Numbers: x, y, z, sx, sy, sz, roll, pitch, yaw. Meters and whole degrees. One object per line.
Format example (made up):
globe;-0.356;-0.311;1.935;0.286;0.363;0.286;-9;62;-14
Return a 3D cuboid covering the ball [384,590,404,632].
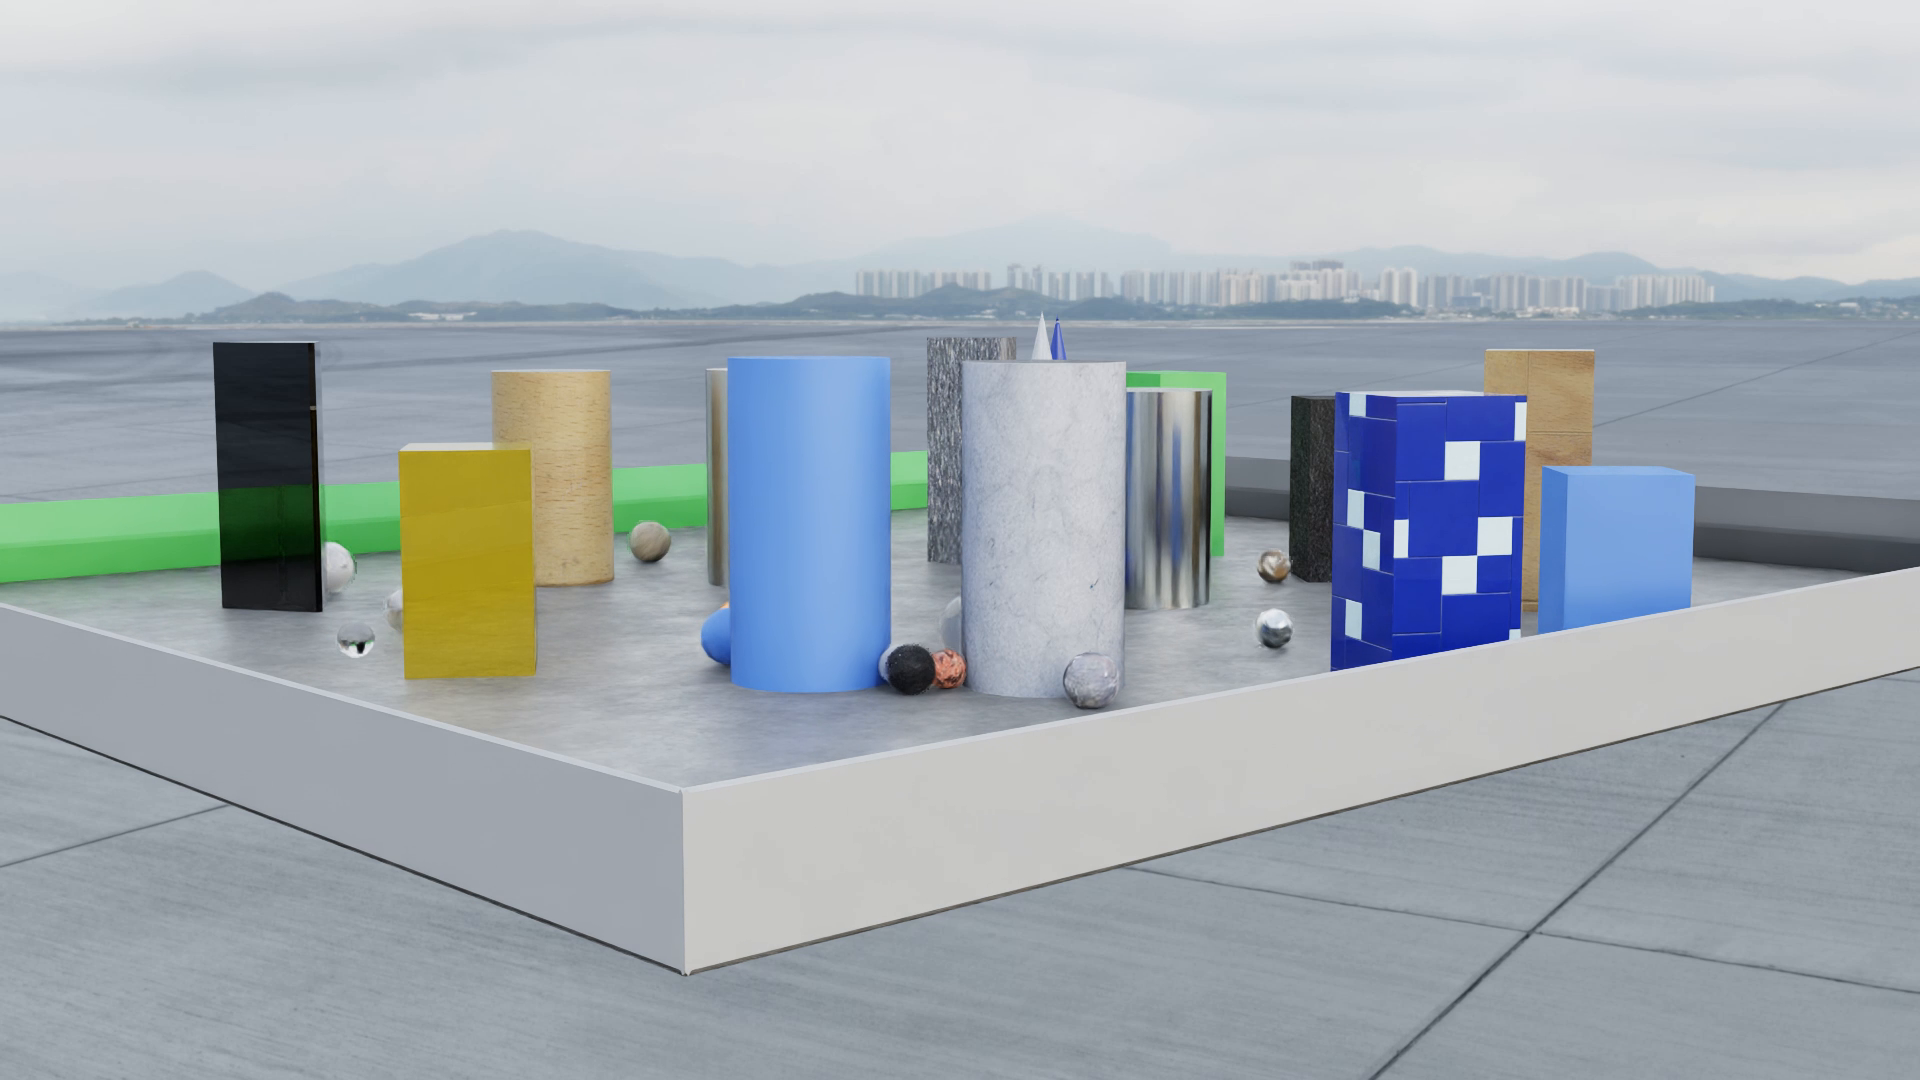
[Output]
ball;-0.763;0.098;3.032;0.062;0.062;0.062;0;6;0

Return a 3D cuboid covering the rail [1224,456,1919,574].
rail;1.018;-0.065;4.266;0.045;0.126;2.511;-6;8;-42

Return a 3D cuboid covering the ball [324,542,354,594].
ball;-0.993;0.043;3.450;0.082;0.082;0.082;0;6;0

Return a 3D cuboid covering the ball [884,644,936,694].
ball;-0.058;0.150;2.549;0.059;0.059;0.059;0;6;0

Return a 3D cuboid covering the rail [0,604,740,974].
rail;-1.018;0.131;2.398;0.045;0.126;2.511;-6;8;-42

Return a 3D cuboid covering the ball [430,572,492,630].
ball;-0.694;0.085;3.055;0.083;0.083;0.083;0;6;0

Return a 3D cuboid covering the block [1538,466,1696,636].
block;0.835;0.031;2.808;0.155;0.241;0.155;0;6;3

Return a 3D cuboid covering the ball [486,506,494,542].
ball;-0.828;-0.029;4.067;0.097;0.097;0.097;0;6;0

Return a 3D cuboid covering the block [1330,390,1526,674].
block;0.523;0.011;2.473;0.155;0.351;0.155;-2;6;-15

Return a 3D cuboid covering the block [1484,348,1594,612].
block;0.866;-0.093;3.303;0.155;0.384;0.155;2;6;15

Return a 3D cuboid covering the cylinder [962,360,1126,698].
cylinder;0.099;-0.019;2.606;0.194;0.383;0.194;0;6;0

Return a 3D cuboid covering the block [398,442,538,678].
block;-0.607;0.021;2.731;0.155;0.276;0.155;-1;6;-9

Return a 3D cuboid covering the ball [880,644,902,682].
ball;-0.070;0.148;2.603;0.050;0.050;0.050;0;6;0

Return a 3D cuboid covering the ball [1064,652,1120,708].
ball;0.147;0.156;2.462;0.064;0.064;0.064;0;6;0

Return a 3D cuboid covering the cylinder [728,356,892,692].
cylinder;-0.180;-0.025;2.638;0.194;0.387;0.194;0;6;0

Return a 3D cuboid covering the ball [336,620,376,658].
ball;-0.774;0.127;2.819;0.047;0.047;0.047;0;6;0

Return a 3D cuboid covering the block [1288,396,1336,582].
block;0.642;-0.088;3.660;0.155;0.299;0.155;0;6;-3

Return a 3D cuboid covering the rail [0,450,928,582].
rail;-0.835;-0.062;4.232;2.817;0.126;0.045;-6;8;-42

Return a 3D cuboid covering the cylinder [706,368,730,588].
cylinder;-0.316;-0.105;3.590;0.194;0.348;0.194;0;6;0

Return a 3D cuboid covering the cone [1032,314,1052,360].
cone;0.109;-0.084;2.935;0.194;0.443;0.194;0;6;0

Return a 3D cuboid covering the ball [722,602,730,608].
ball;-0.312;0.106;3.037;0.044;0.044;0.044;0;6;0

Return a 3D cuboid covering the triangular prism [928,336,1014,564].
triangular prism;0.053;-0.160;3.886;0.168;0.395;0.145;5;8;37

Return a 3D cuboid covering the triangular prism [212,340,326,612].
triangular prism;-1.003;-0.100;3.314;0.168;0.396;0.145;2;6;17

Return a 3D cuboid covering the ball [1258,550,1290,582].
ball;0.512;0.043;3.590;0.054;0.054;0.054;0;6;0

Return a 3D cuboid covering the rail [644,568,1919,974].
rail;0.835;0.127;2.432;2.817;0.126;0.045;-6;8;-42

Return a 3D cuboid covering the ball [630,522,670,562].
ball;-0.547;0.004;3.877;0.073;0.073;0.073;0;6;0

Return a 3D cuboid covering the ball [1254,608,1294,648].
ball;0.414;0.116;2.901;0.052;0.052;0.052;0;6;0

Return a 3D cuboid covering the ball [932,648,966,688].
ball;-0.017;0.152;2.588;0.047;0.047;0.047;0;6;0

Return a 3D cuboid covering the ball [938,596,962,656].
ball;0.019;0.112;2.742;0.094;0.094;0.094;0;6;0

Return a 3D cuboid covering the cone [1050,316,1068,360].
cone;0.184;-0.210;4.173;0.194;0.435;0.194;0;6;0

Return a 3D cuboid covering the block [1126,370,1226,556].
block;0.370;-0.138;3.986;0.155;0.331;0.155;-4;7;-35

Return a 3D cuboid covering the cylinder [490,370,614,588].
cylinder;-0.668;-0.105;3.610;0.194;0.345;0.194;0;6;0

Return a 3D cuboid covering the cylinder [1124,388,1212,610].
cylinder;0.285;-0.067;3.347;0.194;0.323;0.194;0;6;0

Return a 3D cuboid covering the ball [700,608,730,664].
ball;-0.290;0.121;2.762;0.072;0.072;0.072;0;6;0
